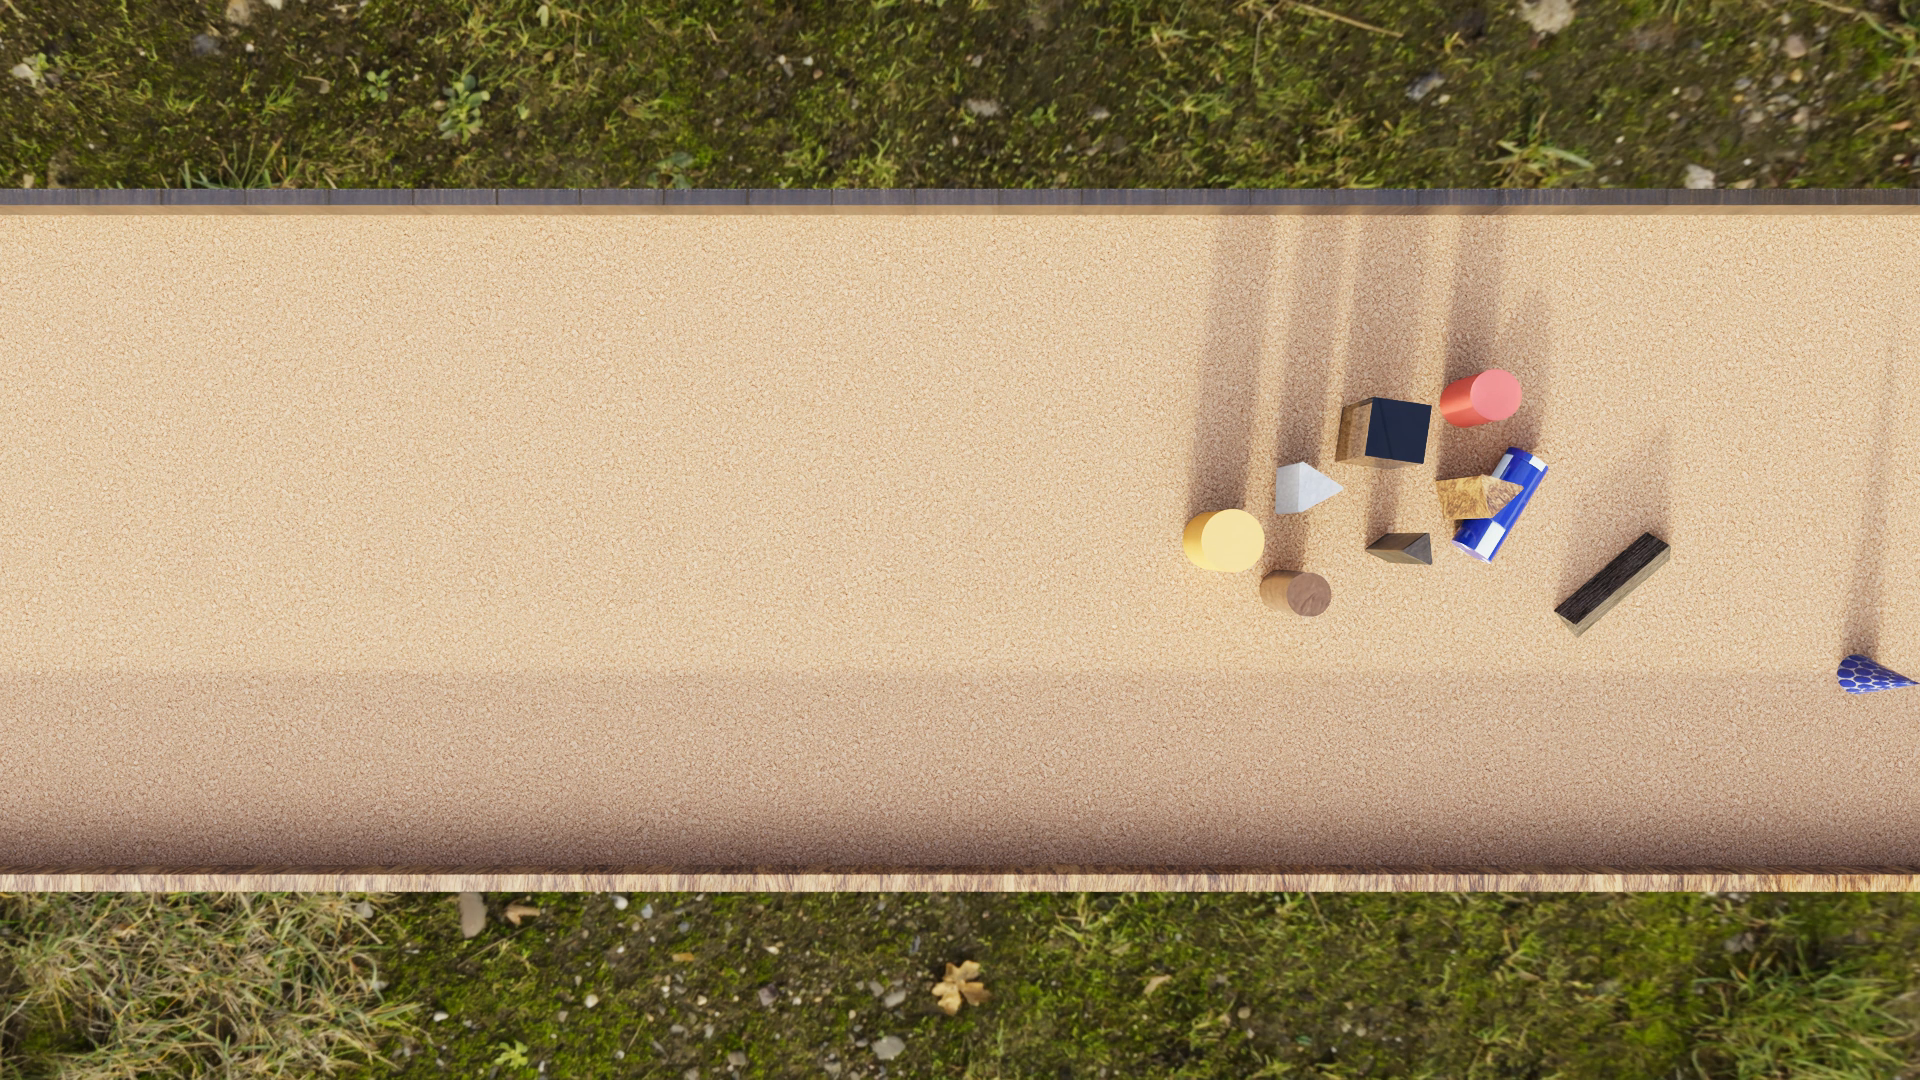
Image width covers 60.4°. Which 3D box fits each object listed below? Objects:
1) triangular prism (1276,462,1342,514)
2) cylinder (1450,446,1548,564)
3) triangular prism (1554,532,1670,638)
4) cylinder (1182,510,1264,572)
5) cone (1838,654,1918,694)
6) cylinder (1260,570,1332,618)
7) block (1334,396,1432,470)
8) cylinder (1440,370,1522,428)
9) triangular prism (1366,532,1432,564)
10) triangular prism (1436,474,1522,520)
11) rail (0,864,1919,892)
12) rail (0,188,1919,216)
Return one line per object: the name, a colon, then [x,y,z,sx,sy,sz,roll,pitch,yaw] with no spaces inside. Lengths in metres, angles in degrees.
triangular prism: [1.007,-0.169,4.901,0.143,0.352,0.123,-28,90,0]
cylinder: [1.639,-0.106,5.009,0.135,0.135,0.334,32,90,0]
triangular prism: [2.004,0.139,5.026,0.373,0.095,0.110,-40,90,0]
cylinder: [0.775,0.002,4.881,0.180,0.392,0.180,0,90,0]
cone: [2.761,0.414,4.909,0.123,0.336,0.123,0,90,0]
cylinder: [0.985,0.155,4.865,0.127,0.424,0.127,0,90,0]
block: [1.249,-0.312,4.889,0.170,0.376,0.170,8,90,0]
cylinder: [1.552,-0.420,4.925,0.149,0.303,0.149,0,90,0]
triangular prism: [1.301,0.015,4.855,0.090,0.443,0.078,25,90,0]
triangular prism: [1.500,-0.144,4.852,0.124,0.448,0.107,-43,90,0]
rail: [-2.247,1.025,5.001,12.000,0.150,0.050,0,90,0]
rail: [-2.247,-1.025,5.002,12.000,0.150,0.050,0,90,0]
